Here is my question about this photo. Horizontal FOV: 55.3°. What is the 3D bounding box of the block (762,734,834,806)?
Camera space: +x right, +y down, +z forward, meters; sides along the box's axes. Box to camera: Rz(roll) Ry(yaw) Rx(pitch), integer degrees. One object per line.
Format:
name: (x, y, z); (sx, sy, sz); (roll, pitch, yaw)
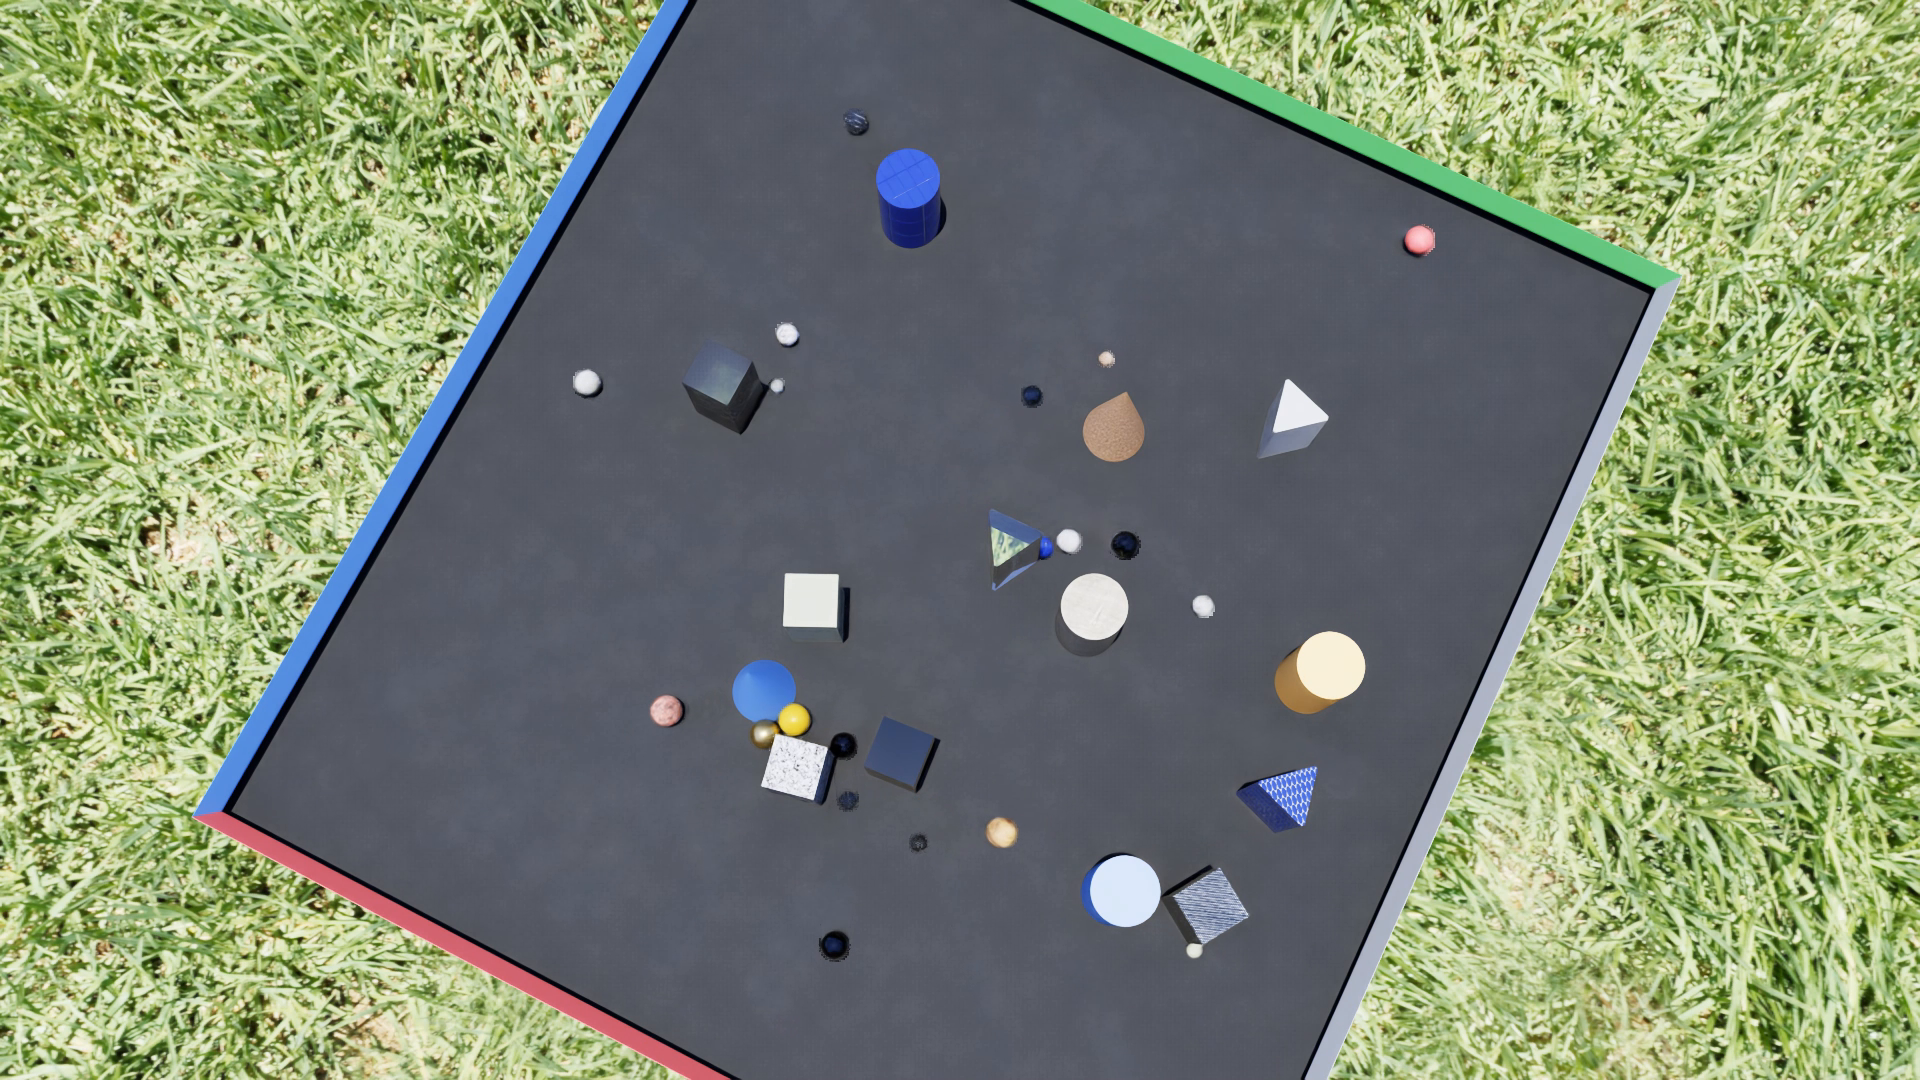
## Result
block: (-0.469, 0.671, 5.333); (0.153, 0.283, 0.153); (14, 79, 3)

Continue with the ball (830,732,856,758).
ball: (-0.347, 0.610, 5.451); (0.078, 0.078, 0.078); (0, 78, 0)

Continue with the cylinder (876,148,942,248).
cylinder: (-0.156, -1.051, 5.663); (0.191, 0.335, 0.191); (0, 78, 0)

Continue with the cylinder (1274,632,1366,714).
cylinder: (1.045, 0.391, 5.343); (0.191, 0.376, 0.191); (0, 78, 0)

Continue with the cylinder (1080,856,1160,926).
cylinder: (0.452, 1.000, 5.205); (0.191, 0.401, 0.191); (0, 78, 0)

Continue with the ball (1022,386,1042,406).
ball: (0.224, -0.448, 5.678); (0.061, 0.061, 0.061); (0, 78, 0)

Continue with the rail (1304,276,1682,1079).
rail: (1.434, 0.709, 5.405); (0.045, 0.124, 3.479); (26, 80, 5)

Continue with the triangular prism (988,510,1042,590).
triangular prism: (0.128, 0.010, 5.416); (0.166, 0.389, 0.144); (-34, 80, -7)

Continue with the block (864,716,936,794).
block: (-0.174, 0.628, 5.337); (0.153, 0.293, 0.153); (22, 79, 4)

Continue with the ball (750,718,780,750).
ball: (-0.579, 0.577, 5.451); (0.090, 0.090, 0.090); (0, 78, 0)

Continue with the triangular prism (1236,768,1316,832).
triangular prism: (0.932, 0.719, 5.250); (0.144, 0.427, 0.166); (-44, 82, -8)

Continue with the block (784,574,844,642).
block: (-0.429, 0.204, 5.419); (0.153, 0.305, 0.153); (1, 78, 0)

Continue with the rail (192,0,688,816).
rail: (-1.434, -0.695, 5.696); (0.045, 0.124, 3.479); (26, 80, 5)

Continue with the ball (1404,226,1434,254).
ball: (1.445, -0.945, 5.768); (0.087, 0.087, 0.087); (0, 78, 0)

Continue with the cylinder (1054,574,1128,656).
cylinder: (0.384, 0.225, 5.393); (0.191, 0.346, 0.191); (0, 78, 0)

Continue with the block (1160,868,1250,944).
block: (0.694, 1.045, 5.226); (0.153, 0.342, 0.153); (-30, 80, -6)

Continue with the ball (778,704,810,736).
ball: (-0.493, 0.536, 5.457); (0.096, 0.096, 0.096); (0, 78, 0)

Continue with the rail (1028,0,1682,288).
rail: (0.767, -1.496, 5.861); (3.253, 0.124, 0.045); (26, 80, 5)

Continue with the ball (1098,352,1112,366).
ball: (0.454, -0.565, 5.711); (0.044, 0.044, 0.044); (0, 78, 0)

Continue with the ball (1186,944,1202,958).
ball: (0.684, 1.195, 5.345); (0.047, 0.047, 0.047); (0, 78, 0)

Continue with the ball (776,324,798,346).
ball: (-0.539, -0.640, 5.714); (0.069, 0.069, 0.069); (0, 78, 0)

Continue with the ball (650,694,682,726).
ball: (-0.874, 0.509, 5.463); (0.094, 0.094, 0.094); (0, 78, 0)

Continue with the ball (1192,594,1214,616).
ball: (0.734, 0.197, 5.543); (0.063, 0.063, 0.063); (0, 78, 0)

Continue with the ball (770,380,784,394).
ball: (-0.568, -0.477, 5.694); (0.042, 0.042, 0.042); (0, 78, 0)

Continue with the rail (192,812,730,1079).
rail: (-0.767, 1.509, 5.240); (3.253, 0.124, 0.045); (26, 80, 5)

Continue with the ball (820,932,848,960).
ball: (-0.365, 1.179, 5.332); (0.079, 0.079, 0.079); (0, 78, 0)

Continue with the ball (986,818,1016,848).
ball: (0.120, 0.861, 5.392); (0.090, 0.090, 0.090); (0, 78, 0)

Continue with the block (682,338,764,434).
block: (-0.713, -0.461, 5.543); (0.153, 0.331, 0.153); (27, 80, 5)

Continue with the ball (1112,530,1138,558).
ball: (0.501, 0.012, 5.573); (0.081, 0.081, 0.081); (0, 78, 0)

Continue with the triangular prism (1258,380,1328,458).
triangular prism: (0.982, -0.373, 5.534); (0.166, 0.312, 0.144); (-14, 79, -3)

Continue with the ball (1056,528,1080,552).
ball: (0.330, 0.002, 5.579); (0.072, 0.072, 0.072); (0, 78, 0)

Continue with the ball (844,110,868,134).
ball: (-0.332, -1.338, 5.855); (0.075, 0.075, 0.075); (0, 78, 0)

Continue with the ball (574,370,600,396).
ball: (-1.154, -0.487, 5.677); (0.079, 0.079, 0.079); (0, 78, 0)

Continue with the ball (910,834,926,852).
ball: (-0.123, 0.894, 5.407); (0.047, 0.047, 0.047); (0, 78, 0)

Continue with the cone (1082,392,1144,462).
cone: (0.477, -0.381, 5.468); (0.191, 0.445, 0.191); (0, 78, 0)

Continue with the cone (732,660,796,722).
cone: (-0.590, 0.412, 5.313); (0.191, 0.428, 0.191); (0, 78, 0)

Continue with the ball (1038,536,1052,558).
ball: (0.250, 0.021, 5.579); (0.065, 0.065, 0.065); (0, 78, 0)

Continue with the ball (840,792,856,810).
ball: (-0.332, 0.771, 5.430); (0.053, 0.053, 0.053); (0, 78, 0)
